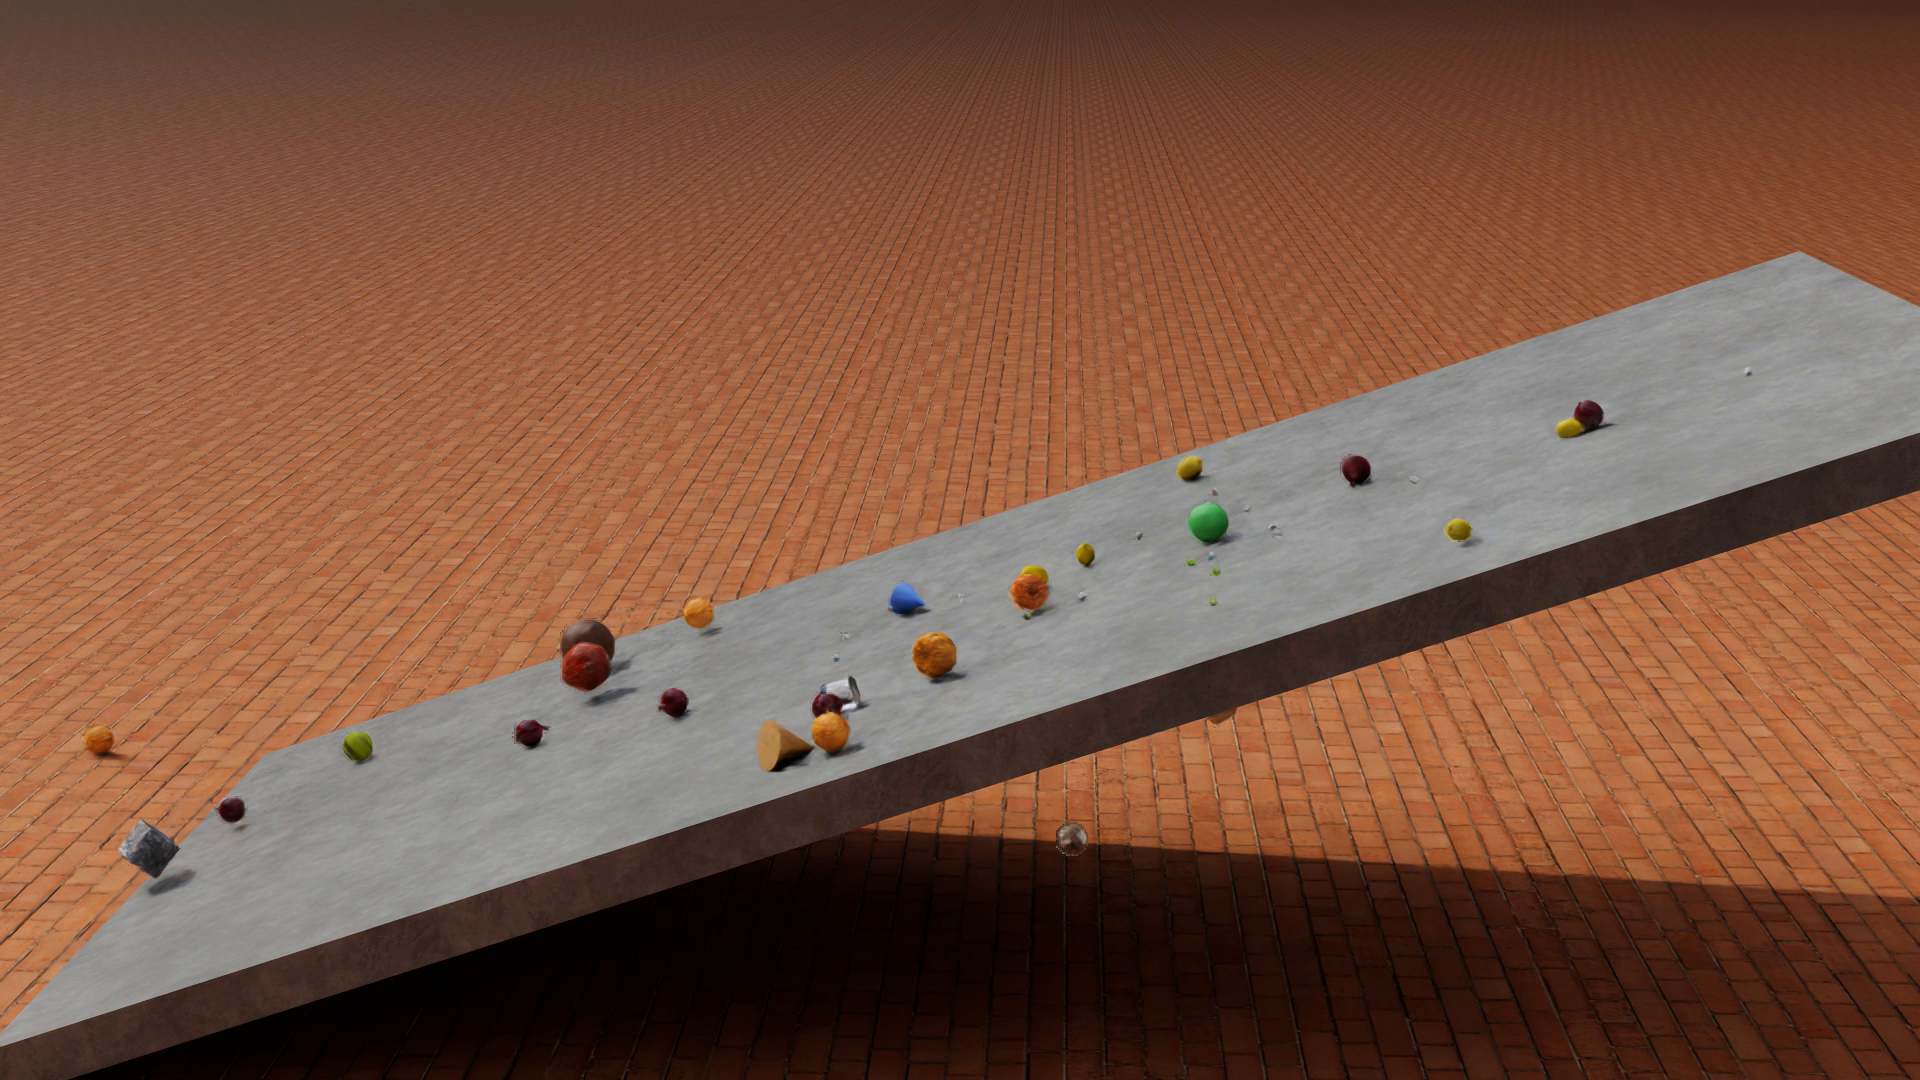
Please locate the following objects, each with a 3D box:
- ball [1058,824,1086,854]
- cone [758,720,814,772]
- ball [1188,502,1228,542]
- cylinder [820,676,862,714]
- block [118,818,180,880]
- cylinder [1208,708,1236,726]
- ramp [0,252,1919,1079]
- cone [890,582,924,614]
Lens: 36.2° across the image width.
[{"bbox_3d":[0.197,0.525,5.168,0.050,0.050,0.050,0,12,0],"label":"ball"},{"bbox_3d":[-0.320,0.393,5.602,0.099,0.099,0.099,5,8,-30],"label":"cone"},{"bbox_3d":[0.522,-0.037,6.178,0.082,0.082,0.082,0,12,0],"label":"ball"},{"bbox_3d":[-0.237,0.307,5.843,0.059,0.059,0.059,-21,5,20],"label":"cylinder"},{"bbox_3d":[-1.768,0.673,6.410,0.082,0.082,0.082,40,-10,-29],"label":"block"},{"bbox_3d":[0.698,0.455,7.882,0.060,0.060,0.060,-30,24,-20],"label":"cylinder"},{"bbox_3d":[0.107,0.180,6.305,4.000,0.100,2.000,-18,11,6],"label":"ramp"},{"bbox_3d":[-0.102,0.136,6.481,0.071,0.071,0.071,-11,17,-43],"label":"cone"}]
